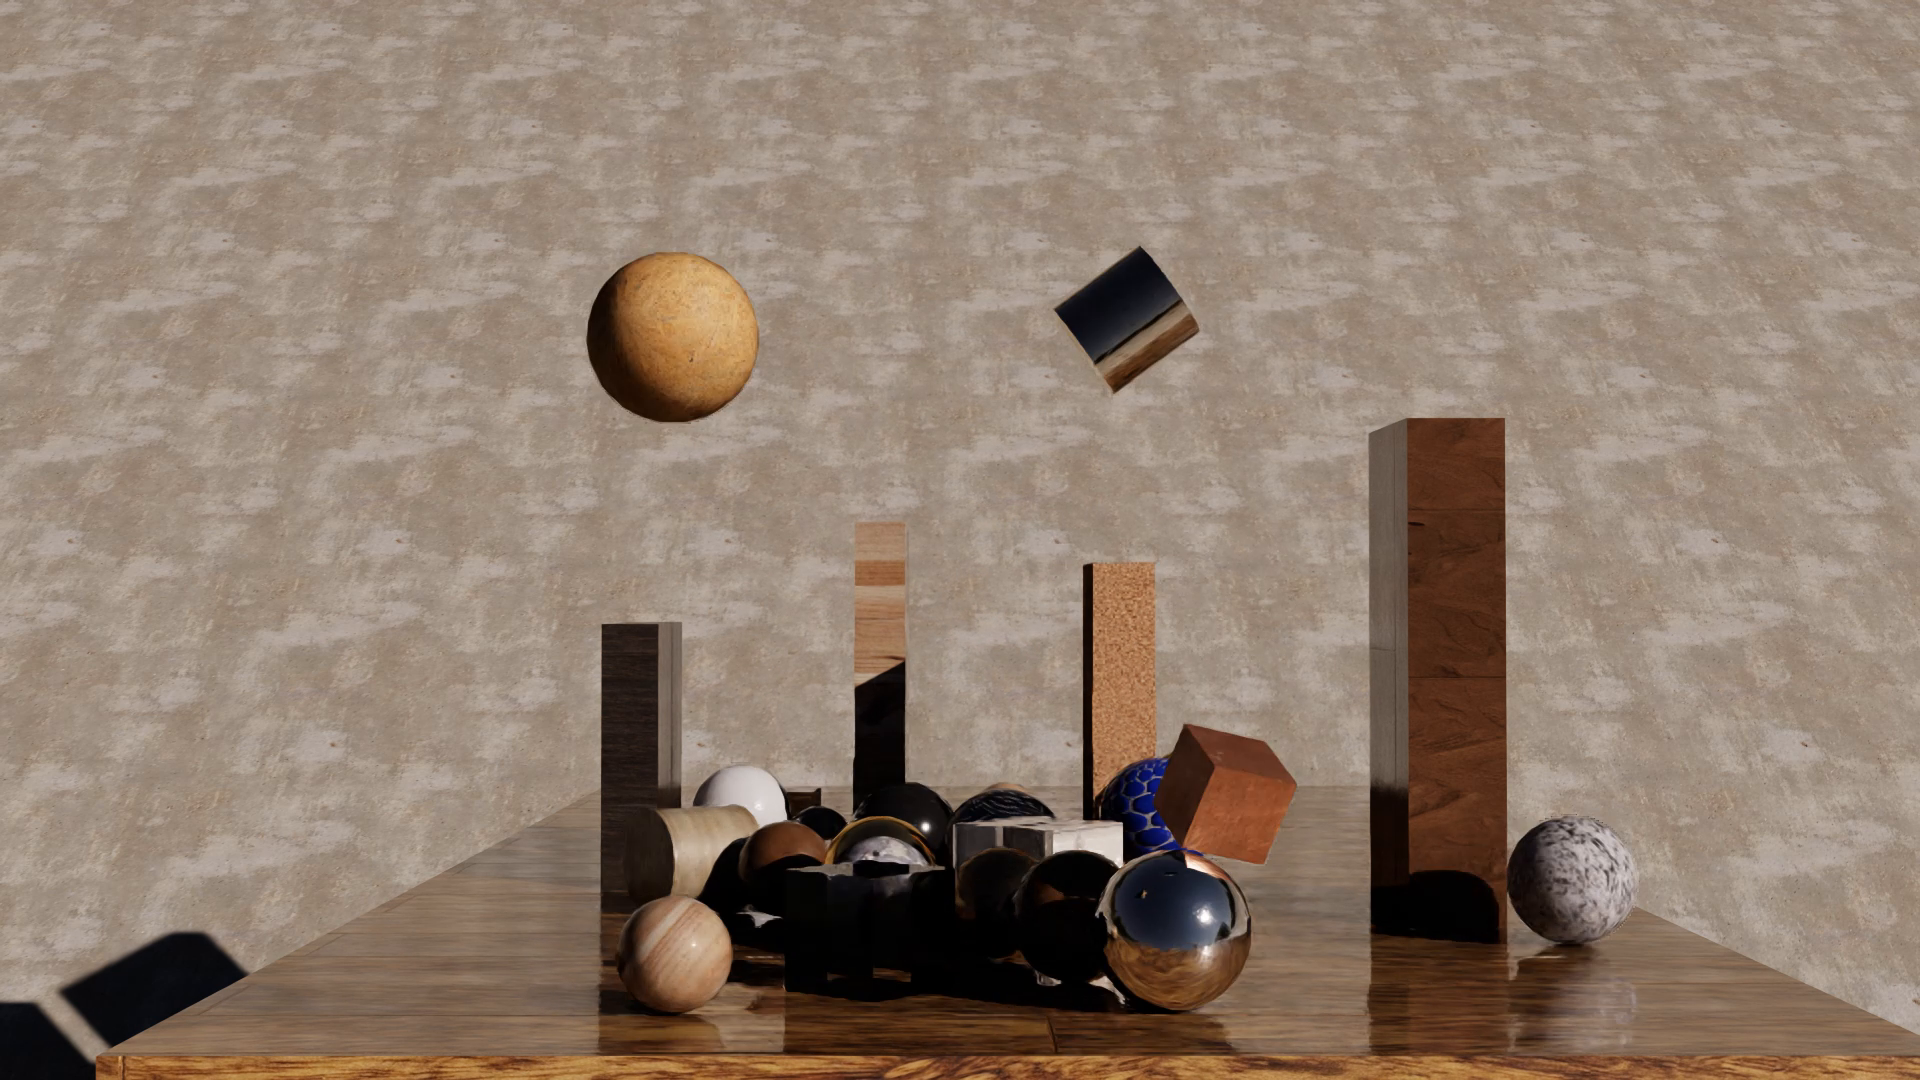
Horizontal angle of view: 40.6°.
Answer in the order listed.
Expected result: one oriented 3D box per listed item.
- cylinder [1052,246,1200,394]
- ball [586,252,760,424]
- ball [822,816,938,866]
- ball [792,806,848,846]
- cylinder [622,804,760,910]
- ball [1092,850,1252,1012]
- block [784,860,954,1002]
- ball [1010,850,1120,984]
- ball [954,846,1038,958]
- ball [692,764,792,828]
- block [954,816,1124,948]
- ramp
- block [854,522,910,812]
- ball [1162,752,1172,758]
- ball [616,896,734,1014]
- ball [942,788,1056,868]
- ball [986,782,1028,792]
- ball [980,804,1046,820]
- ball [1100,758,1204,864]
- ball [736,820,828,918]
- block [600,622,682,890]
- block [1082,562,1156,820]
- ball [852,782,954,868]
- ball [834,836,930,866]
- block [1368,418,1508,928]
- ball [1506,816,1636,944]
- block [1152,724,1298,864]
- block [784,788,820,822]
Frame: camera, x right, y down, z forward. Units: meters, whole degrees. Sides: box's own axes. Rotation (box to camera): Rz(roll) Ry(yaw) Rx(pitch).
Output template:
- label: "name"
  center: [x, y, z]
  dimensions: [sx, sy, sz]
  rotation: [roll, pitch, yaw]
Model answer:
- label: "cylinder"
  center: [0.199, -0.263, 3.102]
  dimensions: [0.127, 0.127, 0.127]
  rotation: [-36, 38, 2]
- label: "ball"
  center: [-0.316, -0.223, 2.853]
  dimensions: [0.189, 0.189, 0.189]
  rotation: [0, 34, 0]
- label: "ball"
  center: [-0.116, 0.489, 3.784]
  dimensions: [0.173, 0.173, 0.173]
  rotation: [0, 34, 0]
- label: "ball"
  center: [-0.247, 0.520, 4.529]
  dimensions: [0.113, 0.113, 0.113]
  rotation: [0, 34, 0]
- label: "cylinder"
  center: [-0.417, 0.499, 4.067]
  dimensions: [0.162, 0.162, 0.162]
  rotation: [2, 28, -36]
- label: "ball"
  center: [0.252, 0.464, 3.086]
  dimensions: [0.190, 0.190, 0.190]
  rotation: [0, 34, 0]
- label: "block"
  center: [-0.113, 0.488, 3.250]
  dimensions: [0.151, 0.151, 0.151]
  rotation: [-1, -2, 40]
- label: "ball"
  center: [0.148, 0.480, 3.310]
  dimensions: [0.169, 0.169, 0.169]
  rotation: [0, 34, 0]
- label: "ball"
  center: [0.057, 0.490, 3.507]
  dimensions: [0.150, 0.150, 0.150]
  rotation: [0, 34, 0]
- label: "ball"
  center: [-0.383, 0.481, 4.552]
  dimensions: [0.174, 0.174, 0.174]
  rotation: [0, 34, 0]
- label: "block"
  center: [0.111, 0.486, 3.669]
  dimensions: [0.172, 0.172, 0.172]
  rotation: [-1, -2, 38]
- label: "ramp"
  center: [0.074, 0.647, 4.776]
  dimensions: [2.000, 0.100, 4.000]
  rotation: [0, -1, 0]
- label: "block"
  center: [-0.140, 0.284, 4.700]
  dimensions: [0.089, 0.623, 0.372]
  rotation: [0, -1, 0]
- label: "ball"
  center: [0.346, 0.384, 4.018]
  dimensions: [0.116, 0.116, 0.116]
  rotation: [0, 34, 0]
- label: "ball"
  center: [-0.337, 0.490, 3.066]
  dimensions: [0.138, 0.138, 0.138]
  rotation: [0, 34, 0]
- label: "ball"
  center: [0.068, 0.484, 4.053]
  dimensions: [0.193, 0.193, 0.193]
  rotation: [0, 34, 0]
- label: "ball"
  center: [0.090, 0.544, 5.177]
  dimensions: [0.123, 0.123, 0.123]
  rotation: [0, 34, 0]
- label: "ball"
  center: [0.090, 0.507, 4.225]
  dimensions: [0.155, 0.155, 0.155]
  rotation: [0, 34, 0]
- label: "ball"
  center: [0.296, 0.412, 3.876]
  dimensions: [0.175, 0.175, 0.175]
  rotation: [0, 34, 0]
- label: "ball"
  center: [-0.268, 0.505, 3.981]
  dimensions: [0.147, 0.147, 0.147]
  rotation: [0, 34, 0]
- label: "block"
  center: [-0.556, 0.369, 4.554]
  dimensions: [0.096, 0.447, 0.372]
  rotation: [0, -1, 0]
- label: "block"
  center: [0.258, 0.312, 4.230]
  dimensions: [0.100, 0.545, 0.306]
  rotation: [0, -1, 0]
- label: "ball"
  center: [-0.092, 0.495, 4.324]
  dimensions: [0.185, 0.185, 0.185]
  rotation: [0, 34, 0]
- label: "ball"
  center: [-0.110, 0.488, 3.599]
  dimensions: [0.154, 0.154, 0.154]
  rotation: [0, 34, 0]
- label: "block"
  center: [0.740, 0.201, 4.043]
  dimensions: [0.146, 0.759, 0.364]
  rotation: [0, -1, 0]
- label: "ball"
  center: [0.866, 0.482, 3.677]
  dimensions: [0.180, 0.180, 0.180]
  rotation: [0, 34, 0]
- label: "block"
  center: [0.322, 0.310, 3.169]
  dimensions: [0.113, 0.113, 0.113]
  rotation: [14, 18, -20]
- label: "block"
  center: [-0.333, 0.526, 4.732]
  dimensions: [0.140, 0.140, 0.140]
  rotation: [0, -1, 4]
